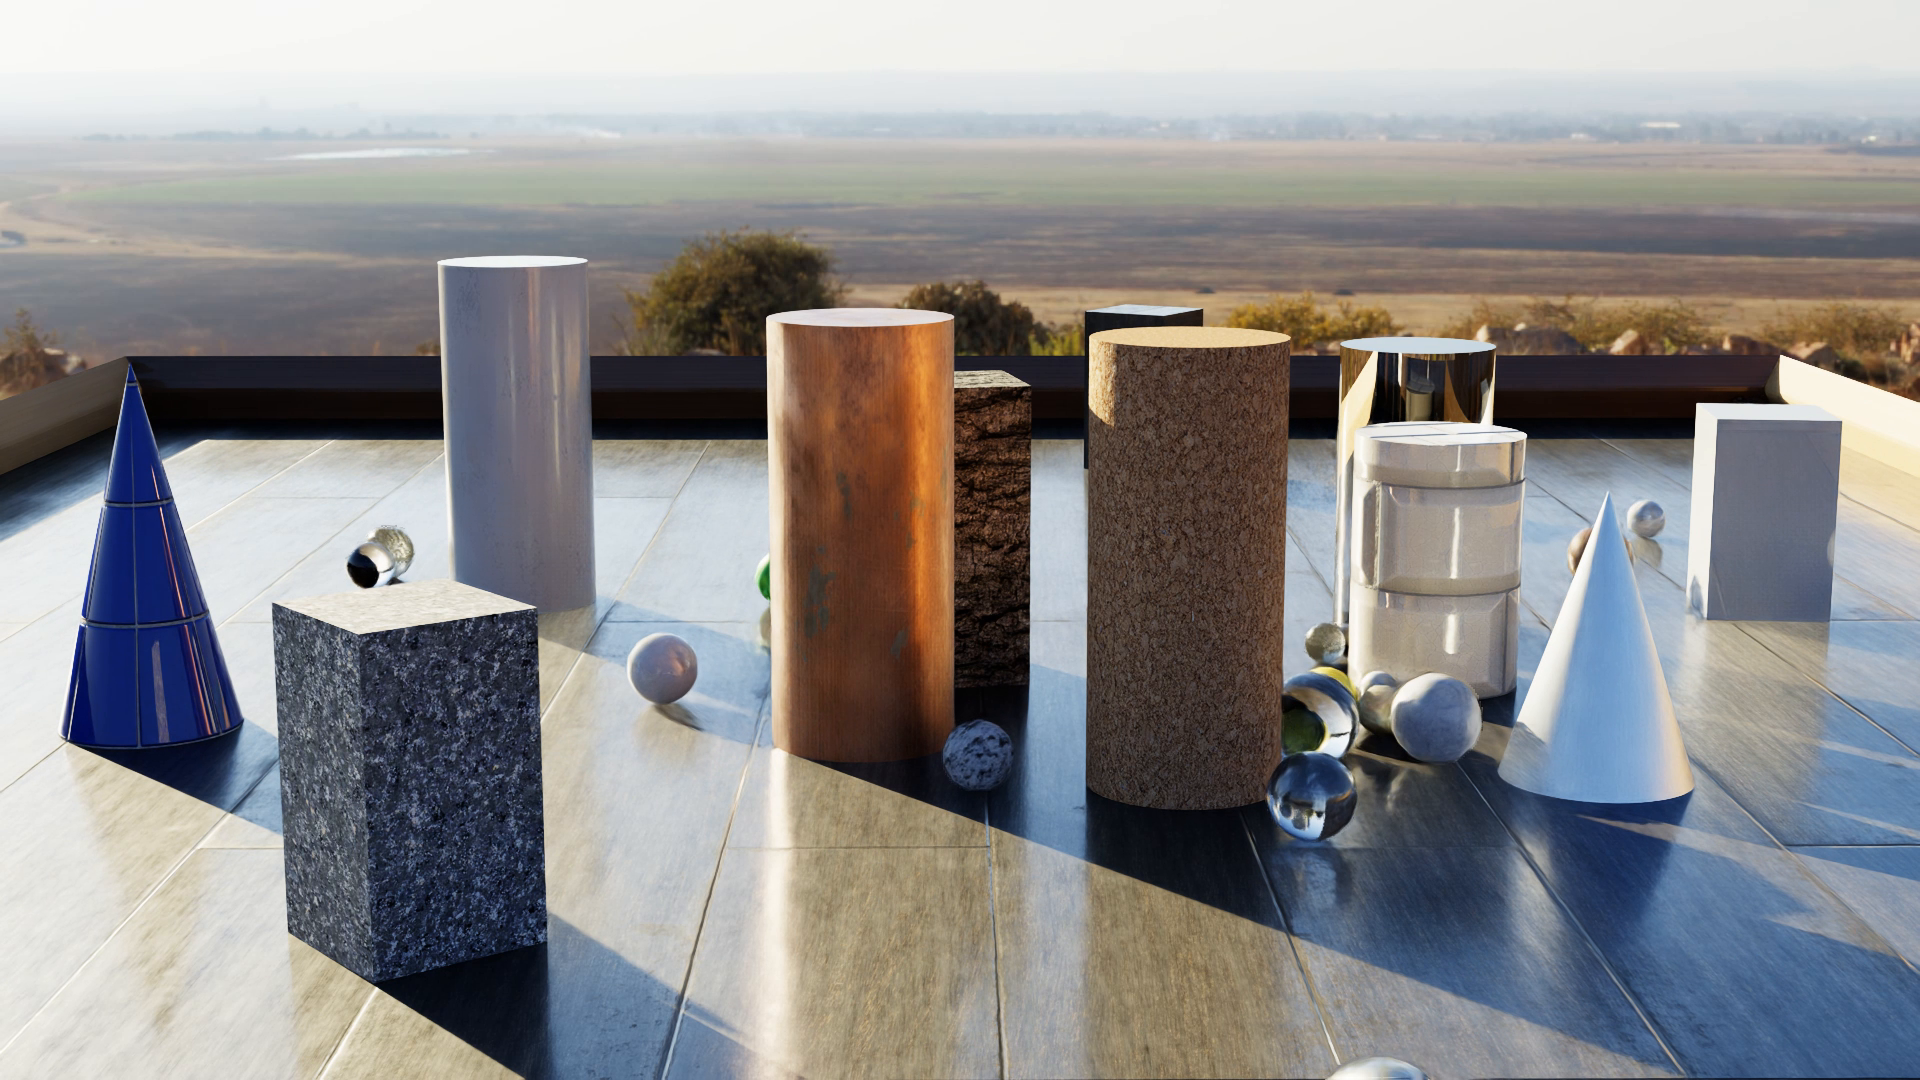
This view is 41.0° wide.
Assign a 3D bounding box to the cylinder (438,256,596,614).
[{"bbox_3d":[-0.603,-0.146,3.502,0.200,0.466,0.200,0,10,0],"label":"cylinder"}]

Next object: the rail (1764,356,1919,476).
[{"bbox_3d":[1.703,0.032,3.458,0.045,0.130,3.888,0,10,0],"label":"rail"}]

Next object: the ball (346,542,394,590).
[{"bbox_3d":[-0.830,0.037,3.607,0.067,0.067,0.067,0,10,0],"label":"ball"}]

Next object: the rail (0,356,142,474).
[{"bbox_3d":[-1.703,0.035,3.439,0.045,0.130,3.888,0,10,0],"label":"rail"}]

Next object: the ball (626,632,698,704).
[{"bbox_3d":[-0.344,0.148,2.964,0.082,0.082,0.082,0,10,0],"label":"ball"}]

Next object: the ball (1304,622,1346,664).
[{"bbox_3d":[0.450,0.128,3.163,0.050,0.050,0.050,0,10,0],"label":"ball"}]

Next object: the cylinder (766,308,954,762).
[{"bbox_3d":[-0.106,-0.010,2.773,0.200,0.463,0.200,0,10,0],"label":"cylinder"}]

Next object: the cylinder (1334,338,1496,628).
[{"bbox_3d":[0.595,-0.072,3.368,0.200,0.369,0.200,0,10,0],"label":"cylinder"}]

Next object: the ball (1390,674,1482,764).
[{"bbox_3d":[0.503,0.188,2.711,0.095,0.095,0.095,0,10,0],"label":"ball"}]

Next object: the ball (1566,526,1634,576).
[{"bbox_3d":[0.900,0.025,3.606,0.092,0.092,0.092,0,10,0],"label":"ball"}]

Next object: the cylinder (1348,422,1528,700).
[{"bbox_3d":[0.566,0.022,3.049,0.200,0.300,0.200,0,10,0],"label":"cylinder"}]

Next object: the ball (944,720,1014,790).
[{"bbox_3d":[0.019,0.219,2.610,0.072,0.072,0.072,0,10,0],"label":"ball"}]

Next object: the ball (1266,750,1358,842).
[{"bbox_3d":[0.335,0.243,2.440,0.086,0.086,0.086,0,10,0],"label":"ball"}]

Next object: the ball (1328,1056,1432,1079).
[{"bbox_3d":[0.273,0.383,1.664,0.093,0.093,0.093,0,10,0],"label":"ball"}]

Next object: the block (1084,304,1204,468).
[{"bbox_3d":[0.336,-0.278,4.701,0.160,0.288,0.160,6,12,31],"label":"block"}]

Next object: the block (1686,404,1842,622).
[{"bbox_3d":[1.083,-0.039,3.463,0.160,0.270,0.160,1,11,6],"label":"block"}]

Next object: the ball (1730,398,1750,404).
[{"bbox_3d":[1.621,-0.271,5.330,0.047,0.047,0.047,0,10,0],"label":"ball"}]

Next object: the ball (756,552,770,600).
[{"bbox_3d":[-0.241,0.050,3.510,0.076,0.076,0.076,0,10,0],"label":"ball"}]

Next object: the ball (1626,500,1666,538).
[{"bbox_3d":[1.072,-0.033,4.007,0.059,0.059,0.059,0,10,0],"label":"ball"}]

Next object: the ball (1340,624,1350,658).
[{"bbox_3d":[0.487,0.126,3.192,0.043,0.043,0.043,0,10,0],"label":"ball"}]

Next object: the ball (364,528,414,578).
[{"bbox_3d":[-0.822,0.018,3.689,0.074,0.074,0.074,0,10,0],"label":"ball"}]

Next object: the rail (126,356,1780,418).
[{"bbox_3d":[-0.011,-0.316,5.337,3.454,0.130,0.045,0,10,0],"label":"rail"}]

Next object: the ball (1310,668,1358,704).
[{"bbox_3d":[0.406,0.176,2.846,0.070,0.070,0.070,0,10,0],"label":"ball"}]

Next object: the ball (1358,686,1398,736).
[{"bbox_3d":[0.465,0.187,2.827,0.055,0.055,0.055,0,10,0],"label":"ball"}]

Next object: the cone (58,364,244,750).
[{"bbox_3d":[-0.904,0.006,2.831,0.200,0.409,0.200,0,10,0],"label":"cone"}]

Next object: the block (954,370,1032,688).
[{"bbox_3d":[-0.011,-0.015,3.090,0.160,0.358,0.160,-2,11,-11],"label":"block"}]

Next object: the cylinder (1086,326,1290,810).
[{"bbox_3d":[0.229,0.023,2.600,0.200,0.460,0.200,0,10,0],"label":"cylinder"}]

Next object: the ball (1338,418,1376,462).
[{"bbox_3d":[0.743,-0.183,4.751,0.084,0.084,0.084,0,10,0],"label":"ball"}]

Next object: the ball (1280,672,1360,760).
[{"bbox_3d":[0.370,0.189,2.697,0.100,0.100,0.100,0,10,0],"label":"ball"}]

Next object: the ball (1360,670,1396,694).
[{"bbox_3d":[0.481,0.171,2.953,0.041,0.041,0.041,0,10,0],"label":"ball"}]

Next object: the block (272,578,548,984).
[{"bbox_3d":[-0.460,0.195,2.147,0.160,0.288,0.160,-8,13,-38],"label":"block"}]

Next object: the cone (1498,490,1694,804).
[{"bbox_3d":[0.660,0.097,2.638,0.200,0.302,0.200,0,10,0],"label":"cone"}]
